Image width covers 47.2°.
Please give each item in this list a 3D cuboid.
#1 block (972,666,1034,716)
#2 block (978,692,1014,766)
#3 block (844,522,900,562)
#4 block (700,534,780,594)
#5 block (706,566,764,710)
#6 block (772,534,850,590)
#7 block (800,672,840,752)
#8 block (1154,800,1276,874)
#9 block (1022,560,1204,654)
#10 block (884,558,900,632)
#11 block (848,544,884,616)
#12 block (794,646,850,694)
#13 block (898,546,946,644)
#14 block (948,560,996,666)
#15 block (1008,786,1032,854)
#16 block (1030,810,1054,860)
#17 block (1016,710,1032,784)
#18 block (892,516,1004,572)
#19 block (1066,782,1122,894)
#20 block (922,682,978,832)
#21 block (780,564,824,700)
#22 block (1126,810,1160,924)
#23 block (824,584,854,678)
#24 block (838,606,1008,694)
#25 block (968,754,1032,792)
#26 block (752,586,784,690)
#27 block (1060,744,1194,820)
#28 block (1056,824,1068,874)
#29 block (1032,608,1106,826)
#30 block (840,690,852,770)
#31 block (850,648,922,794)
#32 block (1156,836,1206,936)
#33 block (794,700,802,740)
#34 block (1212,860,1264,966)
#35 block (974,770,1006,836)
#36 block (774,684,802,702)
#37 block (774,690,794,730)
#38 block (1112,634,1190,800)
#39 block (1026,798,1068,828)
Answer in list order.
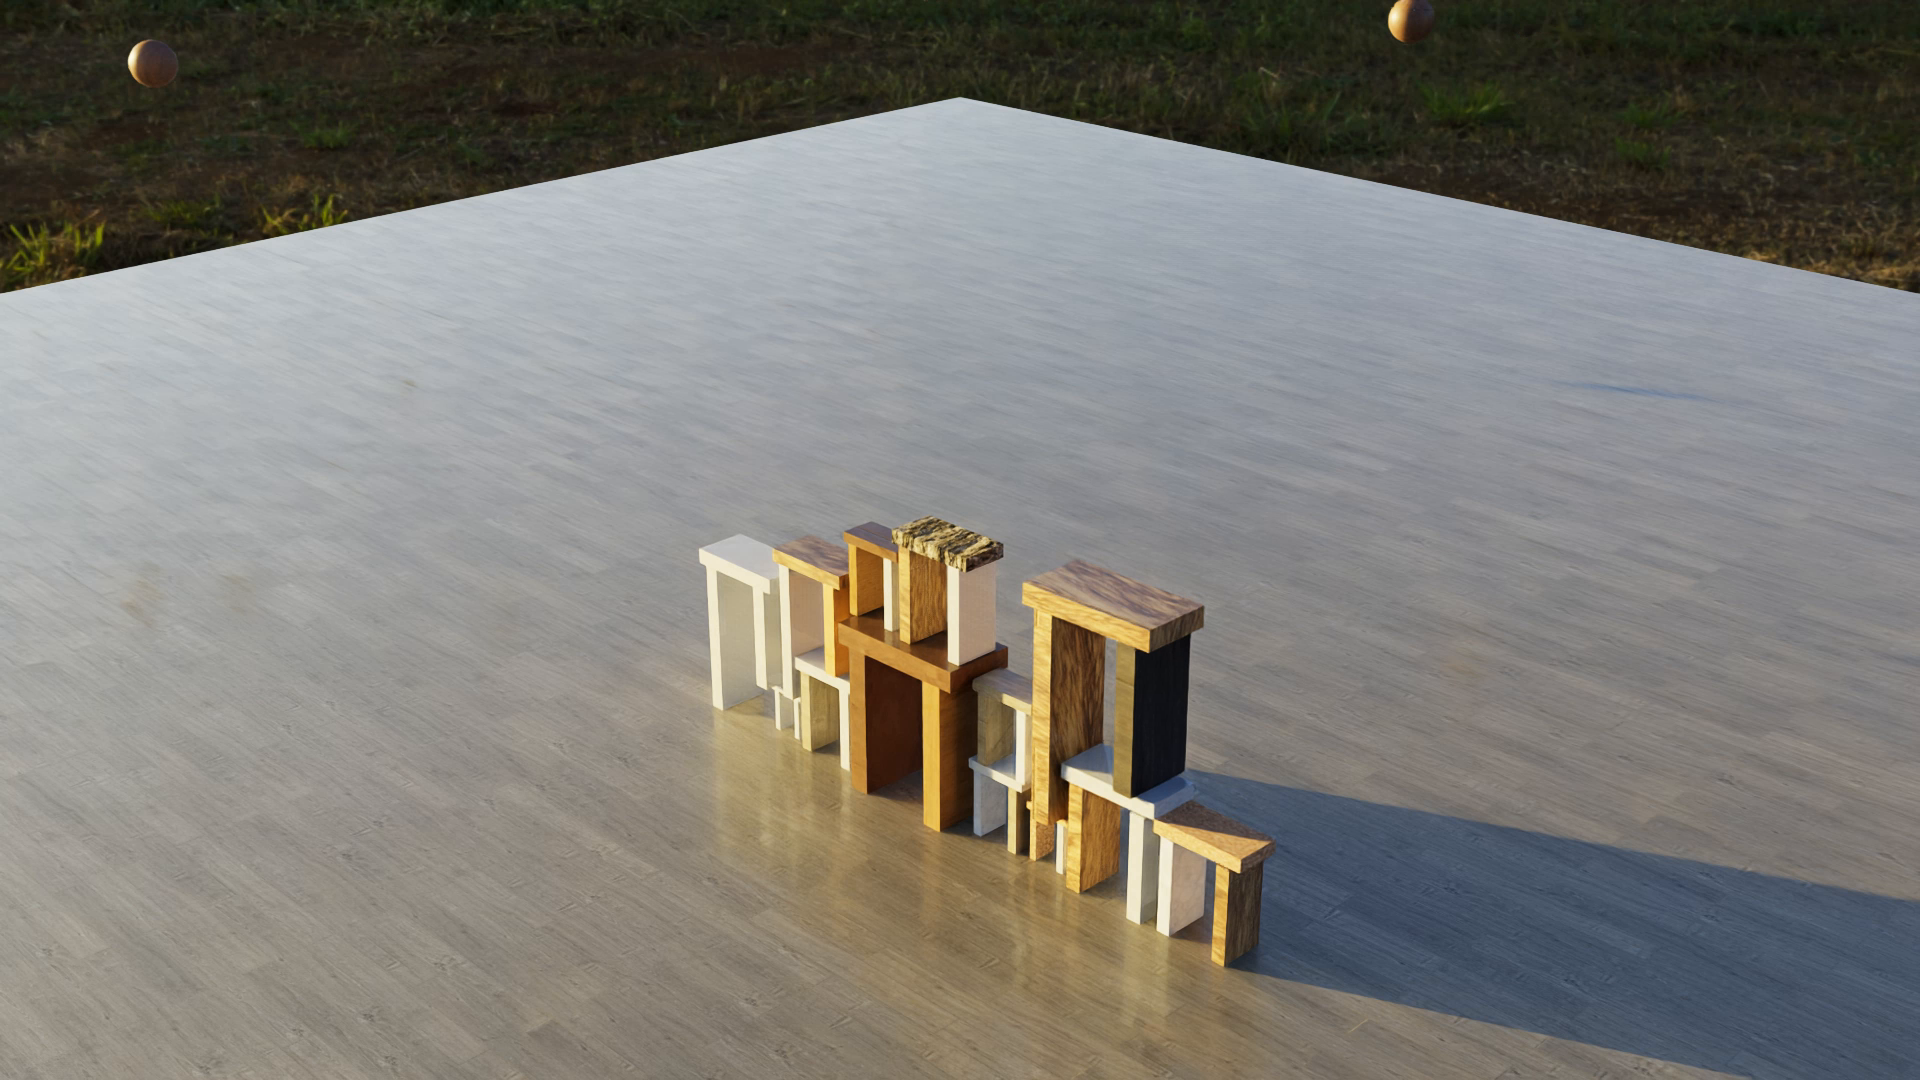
[{"bbox_3d":[0.107,0.290,4.231,0.156,0.022,0.078,21,31,40],"label":"block"},{"bbox_3d":[0.070,0.358,4.300,0.022,0.156,0.078,21,31,41],"label":"block"},{"bbox_3d":[-0.152,0.004,4.394,0.154,0.022,0.077,21,31,41],"label":"block"},{"bbox_3d":[-0.441,0.050,4.730,0.233,0.033,0.117,22,31,40],"label":"block"},{"bbox_3d":[-0.496,0.200,4.853,0.033,0.340,0.117,21,31,41],"label":"block"},{"bbox_3d":[-0.281,0.045,4.556,0.206,0.029,0.103,22,32,40],"label":"block"},{"bbox_3d":[-0.295,0.351,4.699,0.026,0.183,0.091,21,31,41],"label":"block"},{"bbox_3d":[0.457,0.532,3.957,0.100,0.028,0.201,-21,31,-40],"label":"block"},{"bbox_3d":[0.276,0.117,3.988,0.303,0.043,0.152,21,30,41],"label":"block"},{"bbox_3d":[-0.116,0.099,4.395,0.022,0.154,0.077,21,31,41],"label":"block"},{"bbox_3d":[-0.189,0.070,4.462,0.077,0.154,0.022,-21,31,-41],"label":"block"},{"bbox_3d":[-0.252,0.272,4.618,0.183,0.026,0.091,21,31,41],"label":"block"},{"bbox_3d":[-0.073,0.094,4.341,0.102,0.203,0.029,-21,31,-41],"label":"block"},{"bbox_3d":[0.023,0.132,4.253,0.102,0.203,0.029,-21,31,-41],"label":"block"},{"bbox_3d":[0.127,0.537,4.311,0.020,0.143,0.072,21,31,41],"label":"block"},{"bbox_3d":[0.161,0.566,4.289,0.015,0.107,0.054,21,31,41],"label":"block"},{"bbox_3d":[0.144,0.386,4.233,0.022,0.156,0.078,21,31,40],"label":"block"},{"bbox_3d":[-0.025,0.006,4.252,0.102,0.029,0.203,-21,31,-41],"label":"block"},{"bbox_3d":[0.256,0.547,4.180,0.113,0.227,0.032,-21,31,-41],"label":"block"},{"bbox_3d":[0.000,0.407,4.391,0.045,0.320,0.160,21,31,41],"label":"block"},{"bbox_3d":[-0.330,0.181,4.666,0.103,0.308,0.029,-21,31,-41],"label":"block"},{"bbox_3d":[0.362,0.589,4.082,0.032,0.227,0.113,21,31,41],"label":"block"},{"bbox_3d":[-0.233,0.172,4.557,0.029,0.206,0.103,21,31,41],"label":"block"},{"bbox_3d":[-0.075,0.209,4.389,0.320,0.045,0.160,21,31,41],"label":"block"},{"bbox_3d":[0.093,0.449,4.311,0.143,0.020,0.072,21,31,41],"label":"block"},{"bbox_3d":[-0.386,0.194,4.731,0.117,0.233,0.033,-21,31,-41],"label":"block"},{"bbox_3d":[0.309,0.447,4.083,0.227,0.032,0.113,21,30,41],"label":"block"},{"bbox_3d":[0.211,0.586,4.242,0.054,0.107,0.015,-21,31,-41],"label":"block"},{"bbox_3d":[0.205,0.313,4.146,0.043,0.440,0.152,21,30,41],"label":"block"},{"bbox_3d":[-0.209,0.385,4.620,0.026,0.183,0.091,21,31,41],"label":"block"},{"bbox_3d":[-0.151,0.348,4.530,0.045,0.320,0.160,21,31,41],"label":"block"},{"bbox_3d":[0.409,0.619,4.045,0.100,0.201,0.028,-21,31,-40],"label":"block"},{"bbox_3d":[-0.335,0.380,4.746,0.013,0.094,0.047,21,31,41],"label":"block"},{"bbox_3d":[0.500,0.657,3.956,0.028,0.201,0.100,21,31,41],"label":"block"},{"bbox_3d":[0.059,0.511,4.373,0.020,0.143,0.072,21,31,41],"label":"block"},{"bbox_3d":[-0.357,0.322,4.745,0.047,0.013,0.094,-21,31,-41],"label":"block"},{"bbox_3d":[-0.379,0.363,4.787,0.047,0.094,0.013,-21,31,-41],"label":"block"},{"bbox_3d":[0.348,0.304,3.989,0.152,0.303,0.043,-21,30,-40],"label":"block"},{"bbox_3d":[0.186,0.520,4.242,0.054,0.015,0.107,-21,31,-41],"label":"block"}]
